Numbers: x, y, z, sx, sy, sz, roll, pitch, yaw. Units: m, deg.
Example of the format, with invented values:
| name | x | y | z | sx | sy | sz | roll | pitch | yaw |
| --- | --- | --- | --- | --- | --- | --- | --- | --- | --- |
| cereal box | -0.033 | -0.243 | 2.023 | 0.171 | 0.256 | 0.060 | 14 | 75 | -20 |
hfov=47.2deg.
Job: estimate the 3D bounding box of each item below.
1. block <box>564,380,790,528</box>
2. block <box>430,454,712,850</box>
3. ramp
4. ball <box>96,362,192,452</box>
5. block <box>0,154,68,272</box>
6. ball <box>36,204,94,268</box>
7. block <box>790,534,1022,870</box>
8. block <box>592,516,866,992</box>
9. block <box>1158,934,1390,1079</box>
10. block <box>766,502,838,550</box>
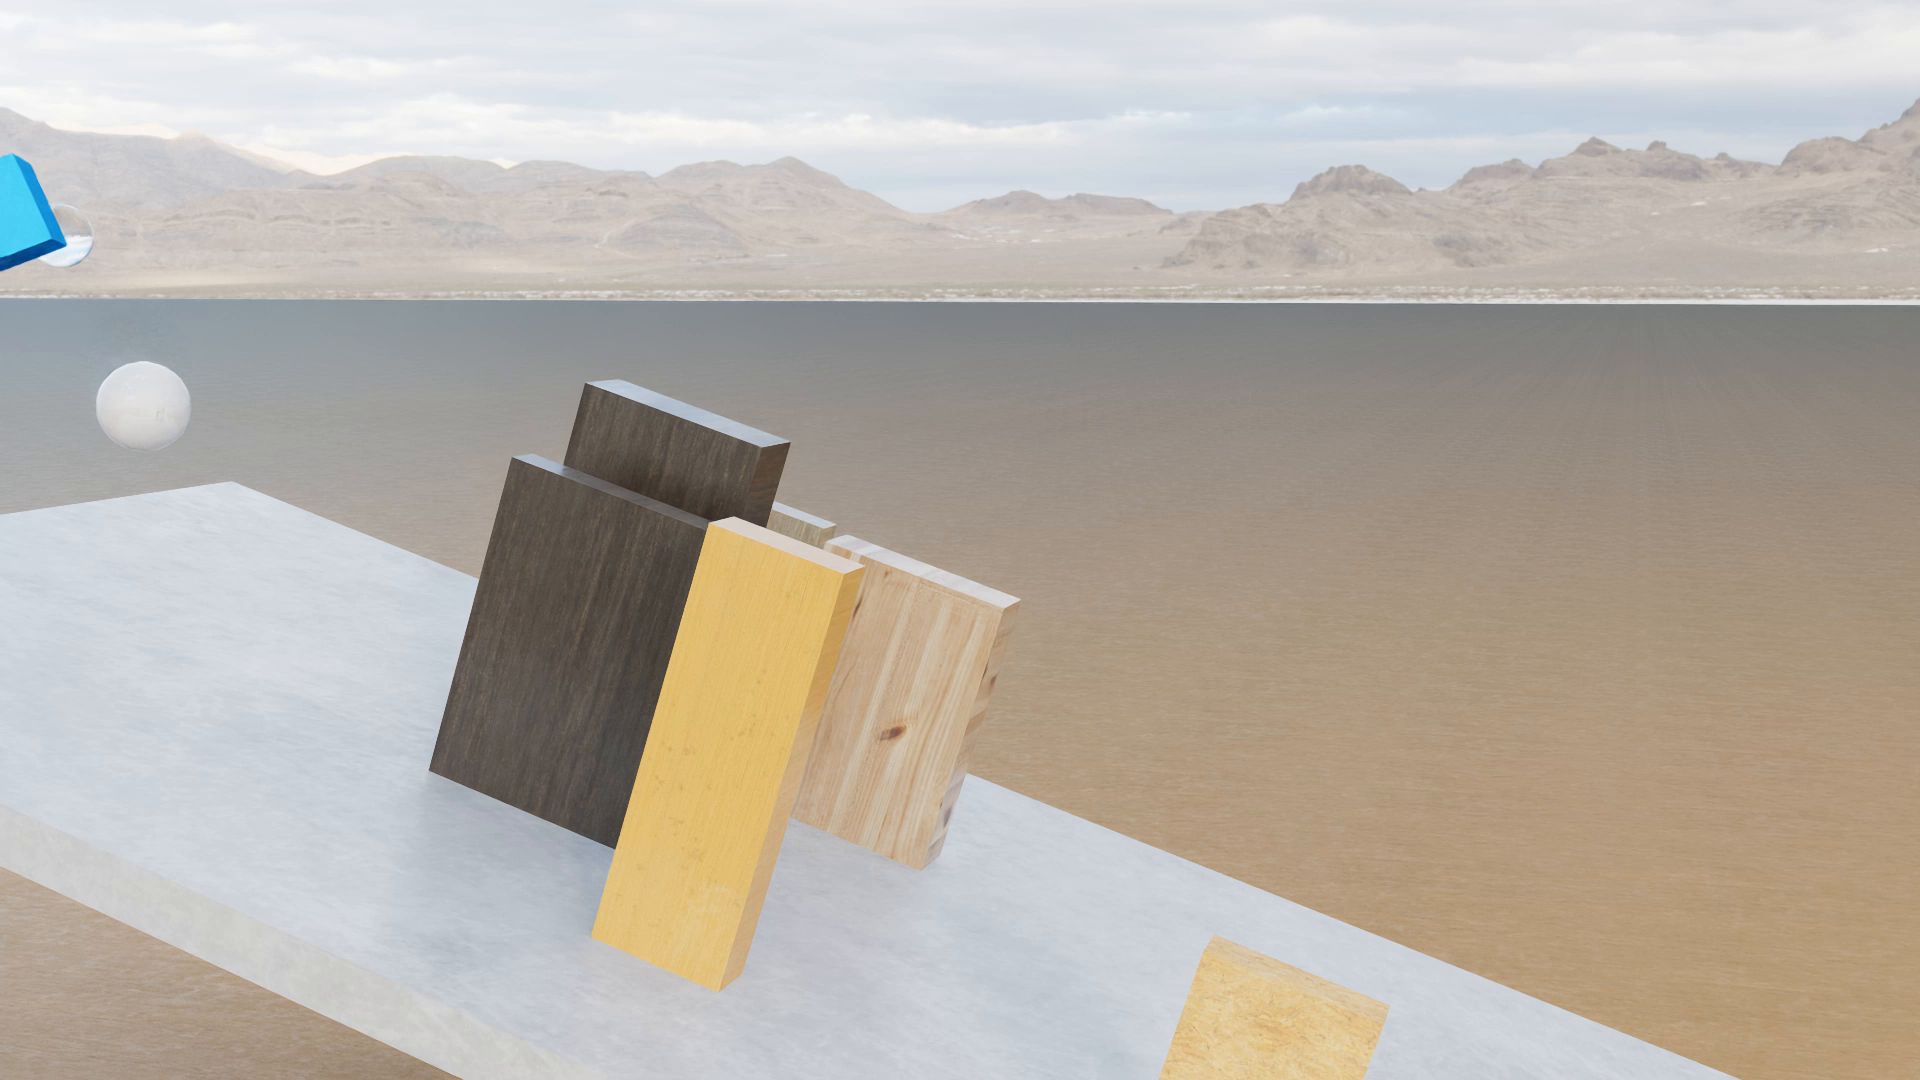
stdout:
| name | x | y | z | sx | sy | sz | roll | pitch | yaw |
| --- | --- | --- | --- | --- | --- | --- | --- | --- | --- |
| block | -0.637 | 0.109 | 4.342 | 0.384 | 0.762 | 0.149 | 20 | 12 | 14 |
| block | -0.702 | 0.212 | 4.092 | 0.445 | 0.631 | 0.081 | 20 | 12 | 14 |
| ramp | -0.359 | 0.681 | 4.227 | 4.000 | 0.100 | 2.000 | 20 | 12 | 14 |
| ball | -1.822 | -0.298 | 4.909 | 0.201 | 0.201 | 0.201 | 0 | 7 | 0 |
| block | -1.941 | -0.651 | 4.434 | 0.181 | 0.181 | 0.181 | -24 | 8 | -10 |
| ball | -1.889 | -0.638 | 4.613 | 0.134 | 0.134 | 0.134 | 0 | 7 | 0 |
| block | -0.156 | 0.328 | 4.491 | 0.393 | 0.571 | 0.128 | 20 | 12 | 14 |
| block | -0.386 | 0.353 | 3.627 | 0.242 | 0.740 | 0.101 | 20 | 12 | 14 |
| block | 0.415 | 0.844 | 3.192 | 0.269 | 0.464 | 0.087 | 20 | 12 | 14 |
| block | -0.510 | 0.158 | 4.890 | 0.334 | 0.521 | 0.084 | 20 | 12 | 14 |
